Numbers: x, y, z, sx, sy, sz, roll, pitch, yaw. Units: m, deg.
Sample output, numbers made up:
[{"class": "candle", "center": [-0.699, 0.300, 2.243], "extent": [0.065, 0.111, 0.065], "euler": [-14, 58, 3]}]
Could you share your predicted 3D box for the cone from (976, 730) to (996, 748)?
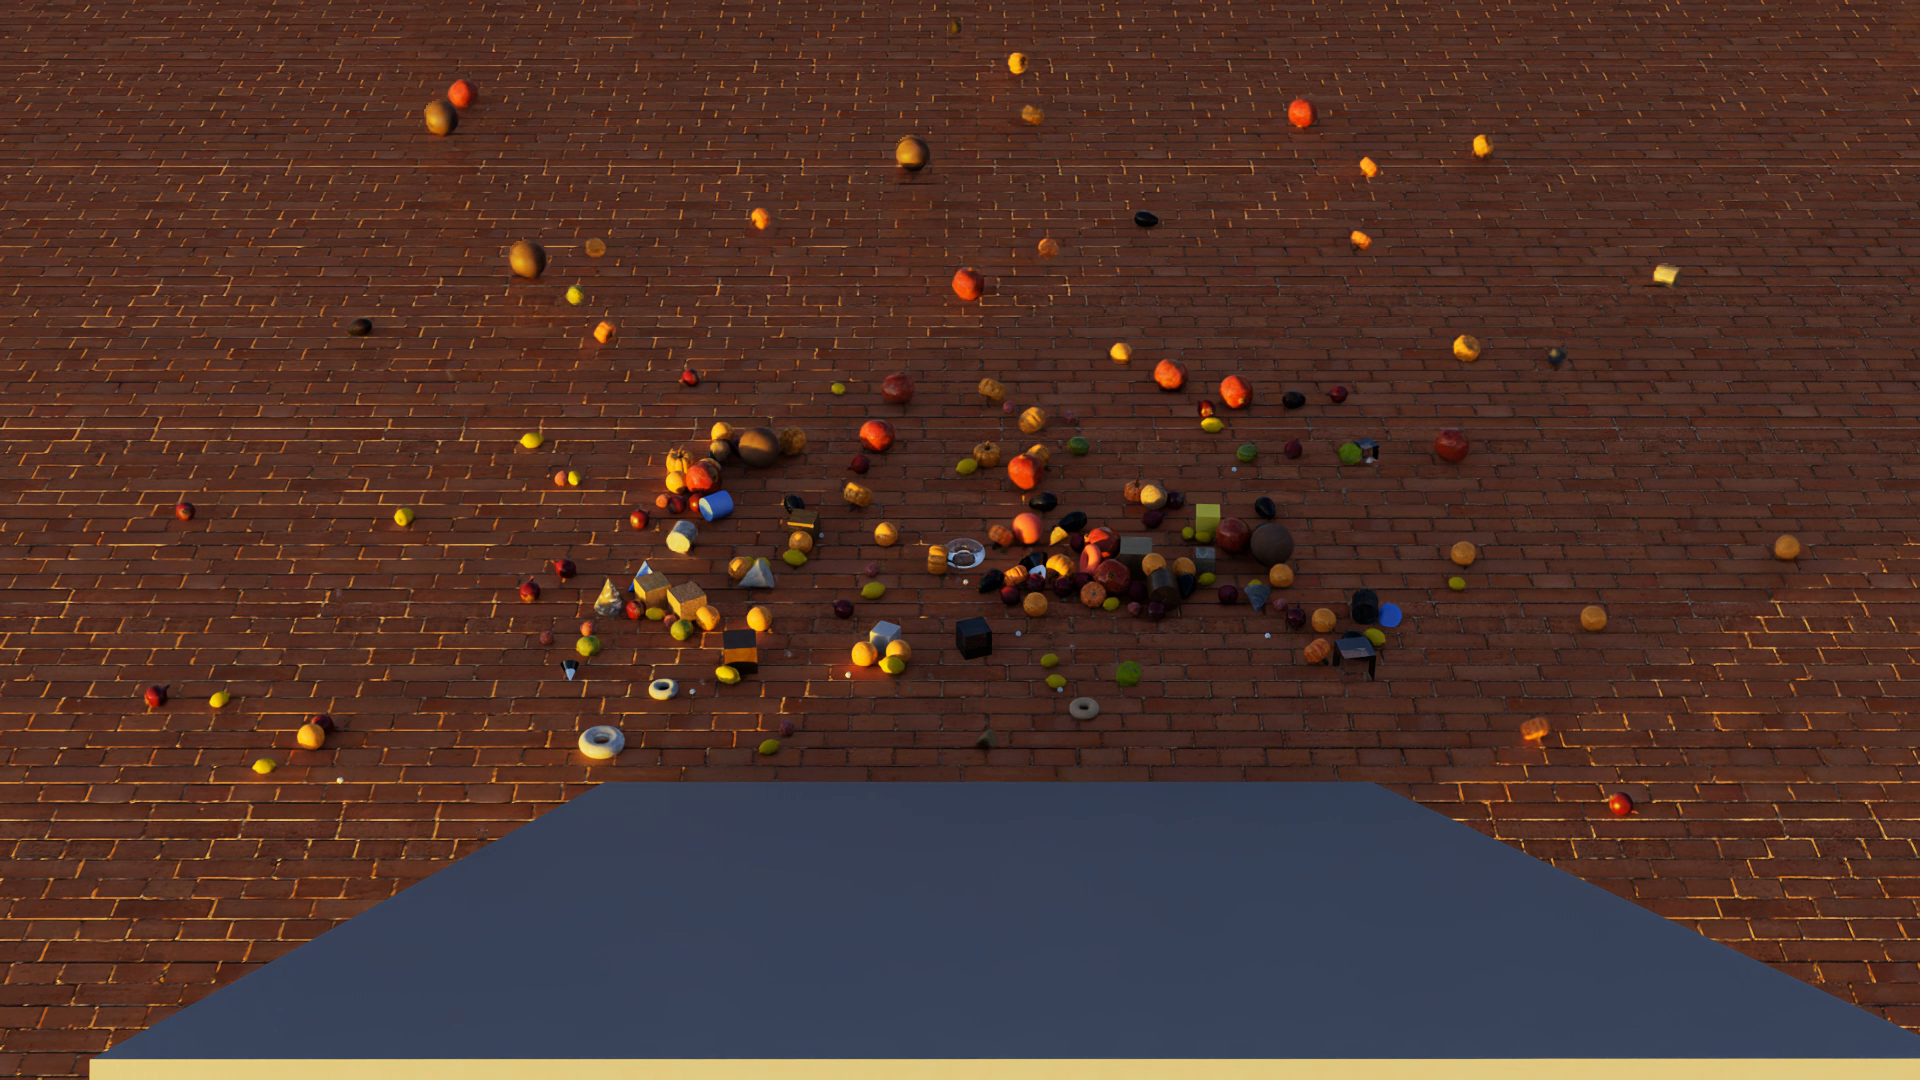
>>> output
[{"class": "cone", "center": [0.063, 0.543, 7.024], "extent": [0.051, 0.051, 0.051], "euler": [-15, 25, 27]}]

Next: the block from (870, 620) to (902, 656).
[{"class": "block", "center": [-0.212, 0.280, 7.389], "extent": [0.064, 0.064, 0.064], "euler": [17, 37, 24]}]

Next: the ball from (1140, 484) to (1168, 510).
[{"class": "ball", "center": [0.599, -0.133, 8.005], "extent": [0.083, 0.083, 0.083], "euler": [0, 33, 0]}]

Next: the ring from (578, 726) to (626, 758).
[{"class": "ring", "center": [-0.967, 0.546, 7.003], "extent": [0.125, 0.042, 0.125], "euler": [1, 32, -1]}]

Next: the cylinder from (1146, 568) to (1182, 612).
[{"class": "cylinder", "center": [0.594, 0.146, 7.568], "extent": [0.093, 0.093, 0.093], "euler": [-2, 33, -2]}]

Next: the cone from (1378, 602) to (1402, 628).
[{"class": "cone", "center": [1.252, 0.214, 7.519], "extent": [0.071, 0.071, 0.071], "euler": [12, 8, 18]}]

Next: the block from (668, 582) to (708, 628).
[{"class": "block", "center": [-0.789, 0.186, 7.514], "extent": [0.085, 0.085, 0.085], "euler": [-18, 37, -25]}]

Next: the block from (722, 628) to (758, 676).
[{"class": "block", "center": [-0.619, 0.316, 7.309], "extent": [0.091, 0.091, 0.091], "euler": [-4, 33, -5]}]

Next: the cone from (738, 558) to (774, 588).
[{"class": "cone", "center": [-0.614, 0.117, 7.658], "extent": [0.097, 0.097, 0.097], "euler": [-24, 31, 12]}]

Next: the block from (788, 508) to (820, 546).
[{"class": "block", "center": [-0.473, -0.038, 7.862], "extent": [0.080, 0.080, 0.080], "euler": [6, 34, 9]}]

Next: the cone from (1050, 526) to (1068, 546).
[{"class": "cone", "center": [0.287, -0.003, 7.857], "extent": [0.059, 0.059, 0.059], "euler": [22, 66, 30]}]

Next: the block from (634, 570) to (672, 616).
[{"class": "block", "center": [-0.895, 0.154, 7.565], "extent": [0.082, 0.082, 0.082], "euler": [-17, 37, -24]}]

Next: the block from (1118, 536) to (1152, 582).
[{"class": "block", "center": [0.522, 0.055, 7.706], "extent": [0.094, 0.094, 0.094], "euler": [3, 33, 4]}]

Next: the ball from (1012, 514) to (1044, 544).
[{"class": "ball", "center": [0.204, -0.034, 7.842], "extent": [0.095, 0.095, 0.095], "euler": [0, 33, 0]}]

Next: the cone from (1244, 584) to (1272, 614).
[{"class": "cone", "center": [0.867, 0.183, 7.565], "extent": [0.079, 0.079, 0.079], "euler": [4, 60, 6]}]

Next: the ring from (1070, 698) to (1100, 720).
[{"class": "ring", "center": [0.342, 0.464, 7.141], "extent": [0.084, 0.028, 0.084], "euler": [-1, 34, 0]}]

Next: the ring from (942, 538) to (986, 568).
[{"class": "ring", "center": [0.011, 0.040, 7.777], "extent": [0.130, 0.043, 0.130], "euler": [0, 35, 0]}]

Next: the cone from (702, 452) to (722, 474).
[{"class": "cone", "center": [-0.788, -0.255, 8.208], "extent": [0.065, 0.065, 0.065], "euler": [0, 33, 0]}]

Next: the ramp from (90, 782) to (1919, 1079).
[{"class": "ramp", "center": [0.073, 0.641, 4.758], "extent": [2.000, 0.100, 4.000], "euler": [0, -1, 0]}]

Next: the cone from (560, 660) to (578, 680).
[{"class": "cone", "center": [-1.095, 0.373, 7.283], "extent": [0.053, 0.053, 0.053], "euler": [-4, 60, -6]}]

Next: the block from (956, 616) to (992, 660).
[{"class": "block", "center": [0.039, 0.279, 7.376], "extent": [0.080, 0.080, 0.080], "euler": [-11, 35, -16]}]

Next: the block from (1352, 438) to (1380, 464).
[{"class": "block", "center": [1.292, -0.284, 8.260], "extent": [0.057, 0.057, 0.057], "euler": [-17, 37, -24]}]

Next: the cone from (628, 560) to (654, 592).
[{"class": "cone", "center": [-0.941, 0.127, 7.643], "extent": [0.096, 0.096, 0.096], "euler": [-35, 40, -3]}]

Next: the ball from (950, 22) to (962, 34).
[{"class": "ball", "center": [-0.018, -2.219, 11.230], "extent": [0.052, 0.052, 0.052], "euler": [0, 33, 0]}]

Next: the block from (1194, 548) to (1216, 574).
[{"class": "block", "center": [0.729, 0.062, 7.729], "extent": [0.057, 0.057, 0.057], "euler": [1, 33, 2]}]

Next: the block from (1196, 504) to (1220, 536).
[{"class": "block", "center": [0.755, -0.060, 7.904], "extent": [0.071, 0.071, 0.071], "euler": [2, 33, 3]}]

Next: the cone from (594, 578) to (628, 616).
[{"class": "cone", "center": [-1.020, 0.151, 7.554], "extent": [0.099, 0.099, 0.099], "euler": [0, 33, 0]}]

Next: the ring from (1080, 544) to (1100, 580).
[{"class": "ring", "center": [0.386, 0.066, 7.684], "extent": [0.037, 0.110, 0.110], "euler": [10, 30, -19]}]

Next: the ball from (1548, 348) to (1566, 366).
[{"class": "ball", "center": [2.019, -0.618, 8.772], "extent": [0.058, 0.058, 0.058], "euler": [0, 33, 0]}]

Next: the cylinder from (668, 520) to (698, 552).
[{"class": "cylinder", "center": [-0.838, -0.011, 7.827], "extent": [0.072, 0.072, 0.072], "euler": [8, 34, 12]}]

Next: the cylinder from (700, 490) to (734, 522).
[{"class": "cylinder", "center": [-0.748, -0.105, 7.966], "extent": [0.077, 0.077, 0.077], "euler": [-22, 39, -30]}]

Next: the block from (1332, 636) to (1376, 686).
[{"class": "block", "center": [1.105, 0.339, 7.273], "extent": [0.092, 0.092, 0.092], "euler": [-6, 34, -9]}]

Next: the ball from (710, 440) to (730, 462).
[{"class": "ball", "center": [-0.763, -0.283, 8.249], "extent": [0.068, 0.068, 0.068], "euler": [0, 33, 0]}]

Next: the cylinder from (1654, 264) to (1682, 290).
[{"class": "cylinder", "center": [2.522, -0.937, 9.246], "extent": [0.073, 0.073, 0.073], "euler": [22, 39, 30]}]

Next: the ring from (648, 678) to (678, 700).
[{"class": "ring", "center": [-0.824, 0.415, 7.216], "extent": [0.083, 0.028, 0.083], "euler": [-1, 33, 1]}]

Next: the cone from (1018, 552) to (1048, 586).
[{"class": "cone", "center": [0.233, 0.099, 7.687], "extent": [0.093, 0.093, 0.093], "euler": [-13, 62, -19]}]
